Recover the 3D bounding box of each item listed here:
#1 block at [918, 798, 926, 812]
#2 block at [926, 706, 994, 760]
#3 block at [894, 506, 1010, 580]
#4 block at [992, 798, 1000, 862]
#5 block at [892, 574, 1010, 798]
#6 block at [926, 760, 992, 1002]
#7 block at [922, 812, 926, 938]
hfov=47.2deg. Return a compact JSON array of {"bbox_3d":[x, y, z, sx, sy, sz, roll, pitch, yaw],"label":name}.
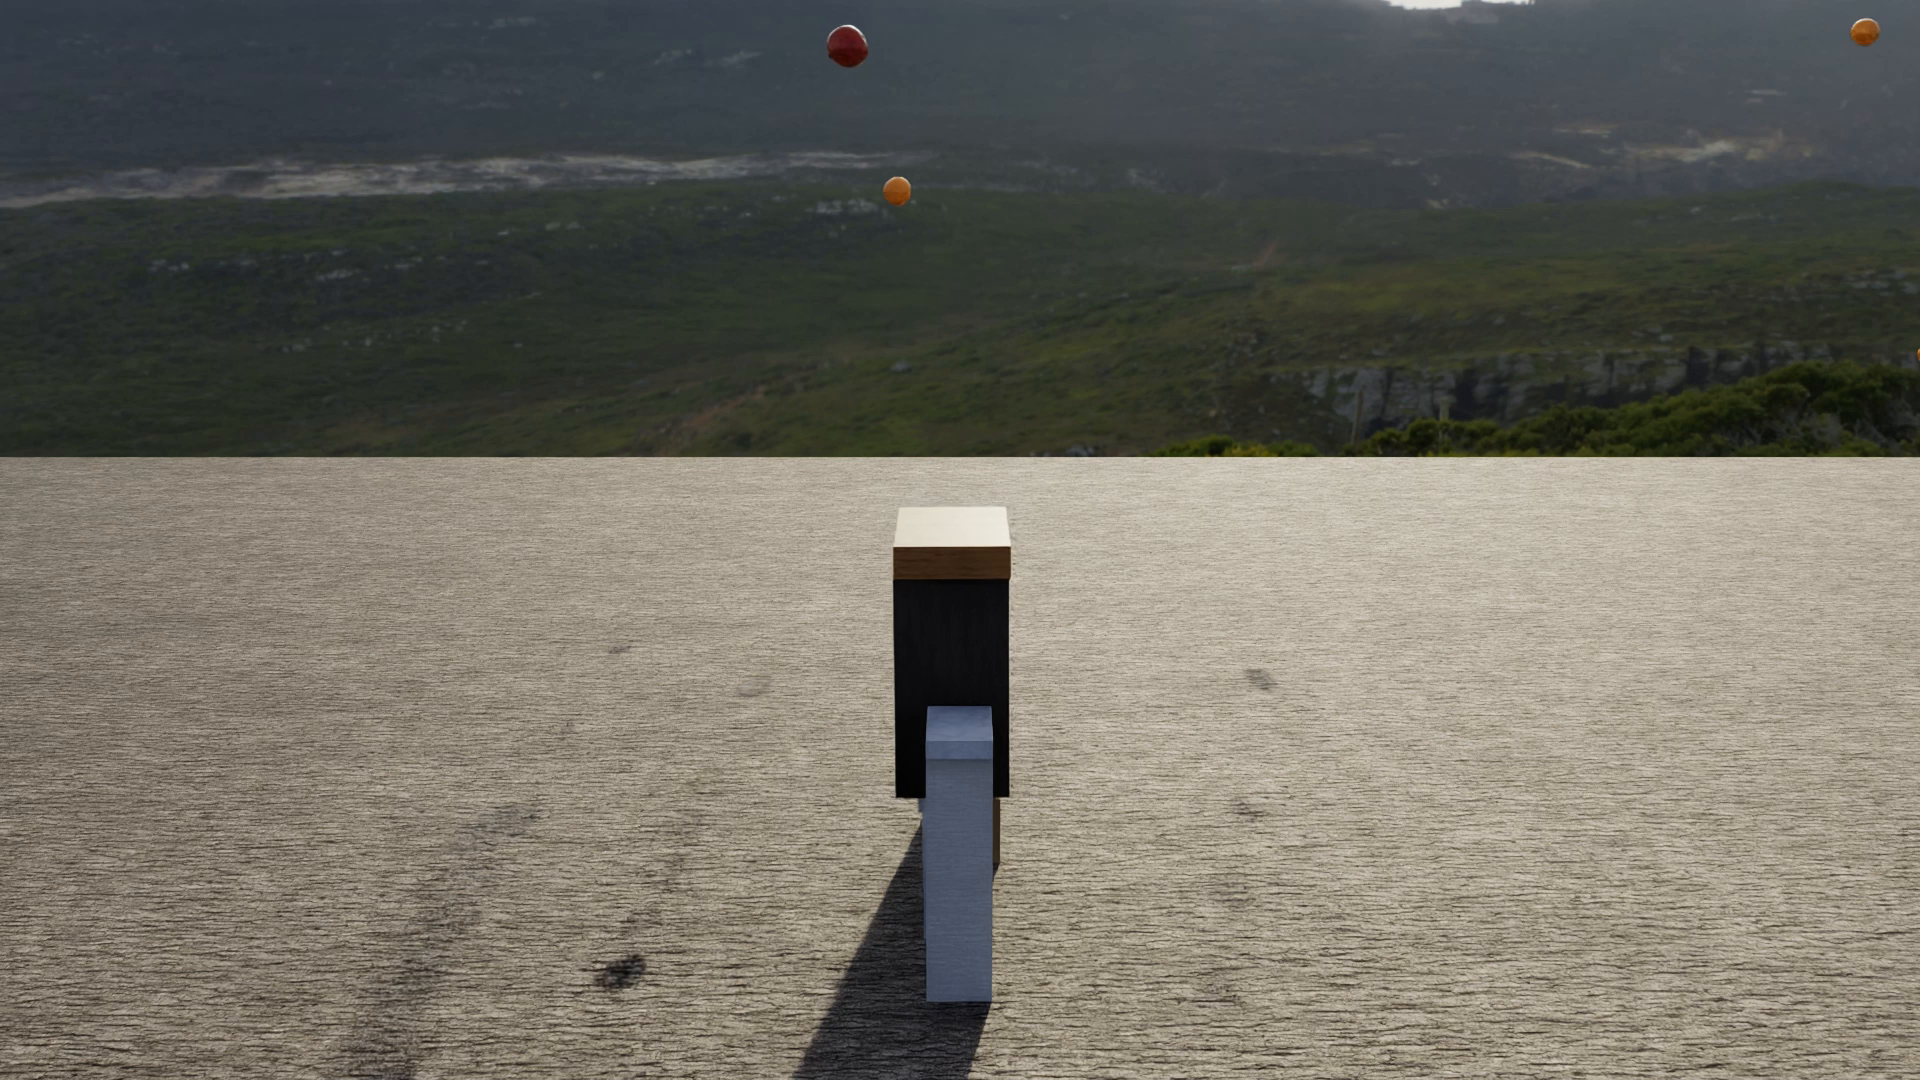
[{"bbox_3d":[-0.010,0.387,3.507,0.107,0.030,0.213,0,11,0],"label":"block"},{"bbox_3d":[-0.001,0.281,3.219,0.096,0.027,0.192,0,11,0],"label":"block"},{"bbox_3d":[-0.012,0.002,3.451,0.175,0.049,0.349,0,10,0],"label":"block"},{"bbox_3d":[0.004,0.429,3.817,0.131,0.262,0.037,0,11,0],"label":"block"},{"bbox_3d":[-0.012,0.220,3.371,0.175,0.349,0.049,0,10,1],"label":"block"},{"bbox_3d":[-0.001,0.489,3.193,0.096,0.373,0.027,0,11,0],"label":"block"},{"bbox_3d":[-0.005,0.520,3.459,0.107,0.213,0.030,0,11,0],"label":"block"}]
